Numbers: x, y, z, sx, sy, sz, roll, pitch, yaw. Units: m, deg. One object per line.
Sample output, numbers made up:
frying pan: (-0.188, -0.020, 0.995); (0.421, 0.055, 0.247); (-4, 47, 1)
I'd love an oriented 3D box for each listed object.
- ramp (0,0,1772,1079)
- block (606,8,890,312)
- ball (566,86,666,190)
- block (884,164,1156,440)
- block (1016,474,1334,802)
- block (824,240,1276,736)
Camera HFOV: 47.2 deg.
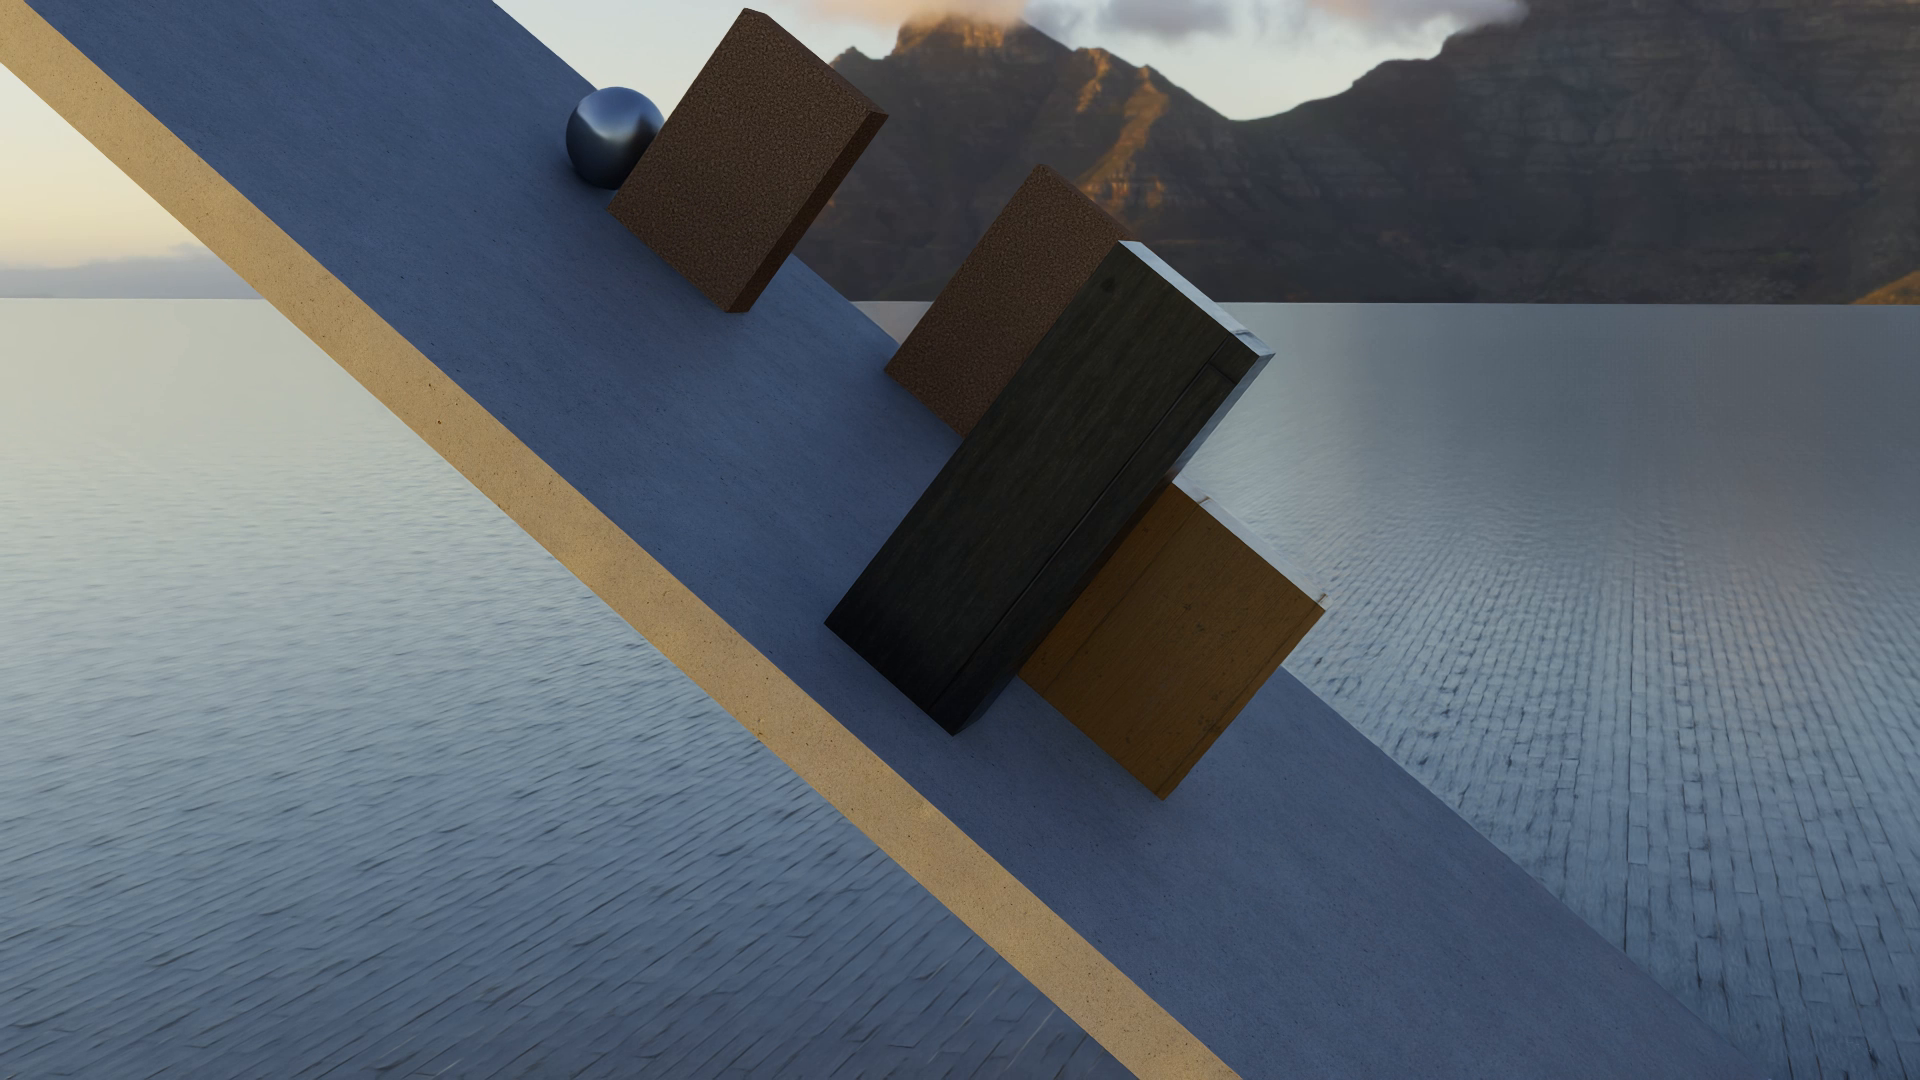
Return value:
ramp: (-0.023, 0.076, 4.051); (4.000, 0.100, 2.000); (41, 16, 9)
block: (-0.426, -0.751, 4.381); (0.331, 0.495, 0.113); (41, 16, 9)
ball: (-0.701, -0.821, 4.500); (0.209, 0.209, 0.209); (0, 7, 0)
block: (0.126, -0.489, 4.731); (0.304, 0.560, 0.096); (41, 16, 9)
block: (0.341, 0.151, 3.676); (0.366, 0.424, 0.106); (41, 16, 9)
block: (0.129, -0.074, 3.280); (0.262, 0.730, 0.146); (41, 16, 9)
